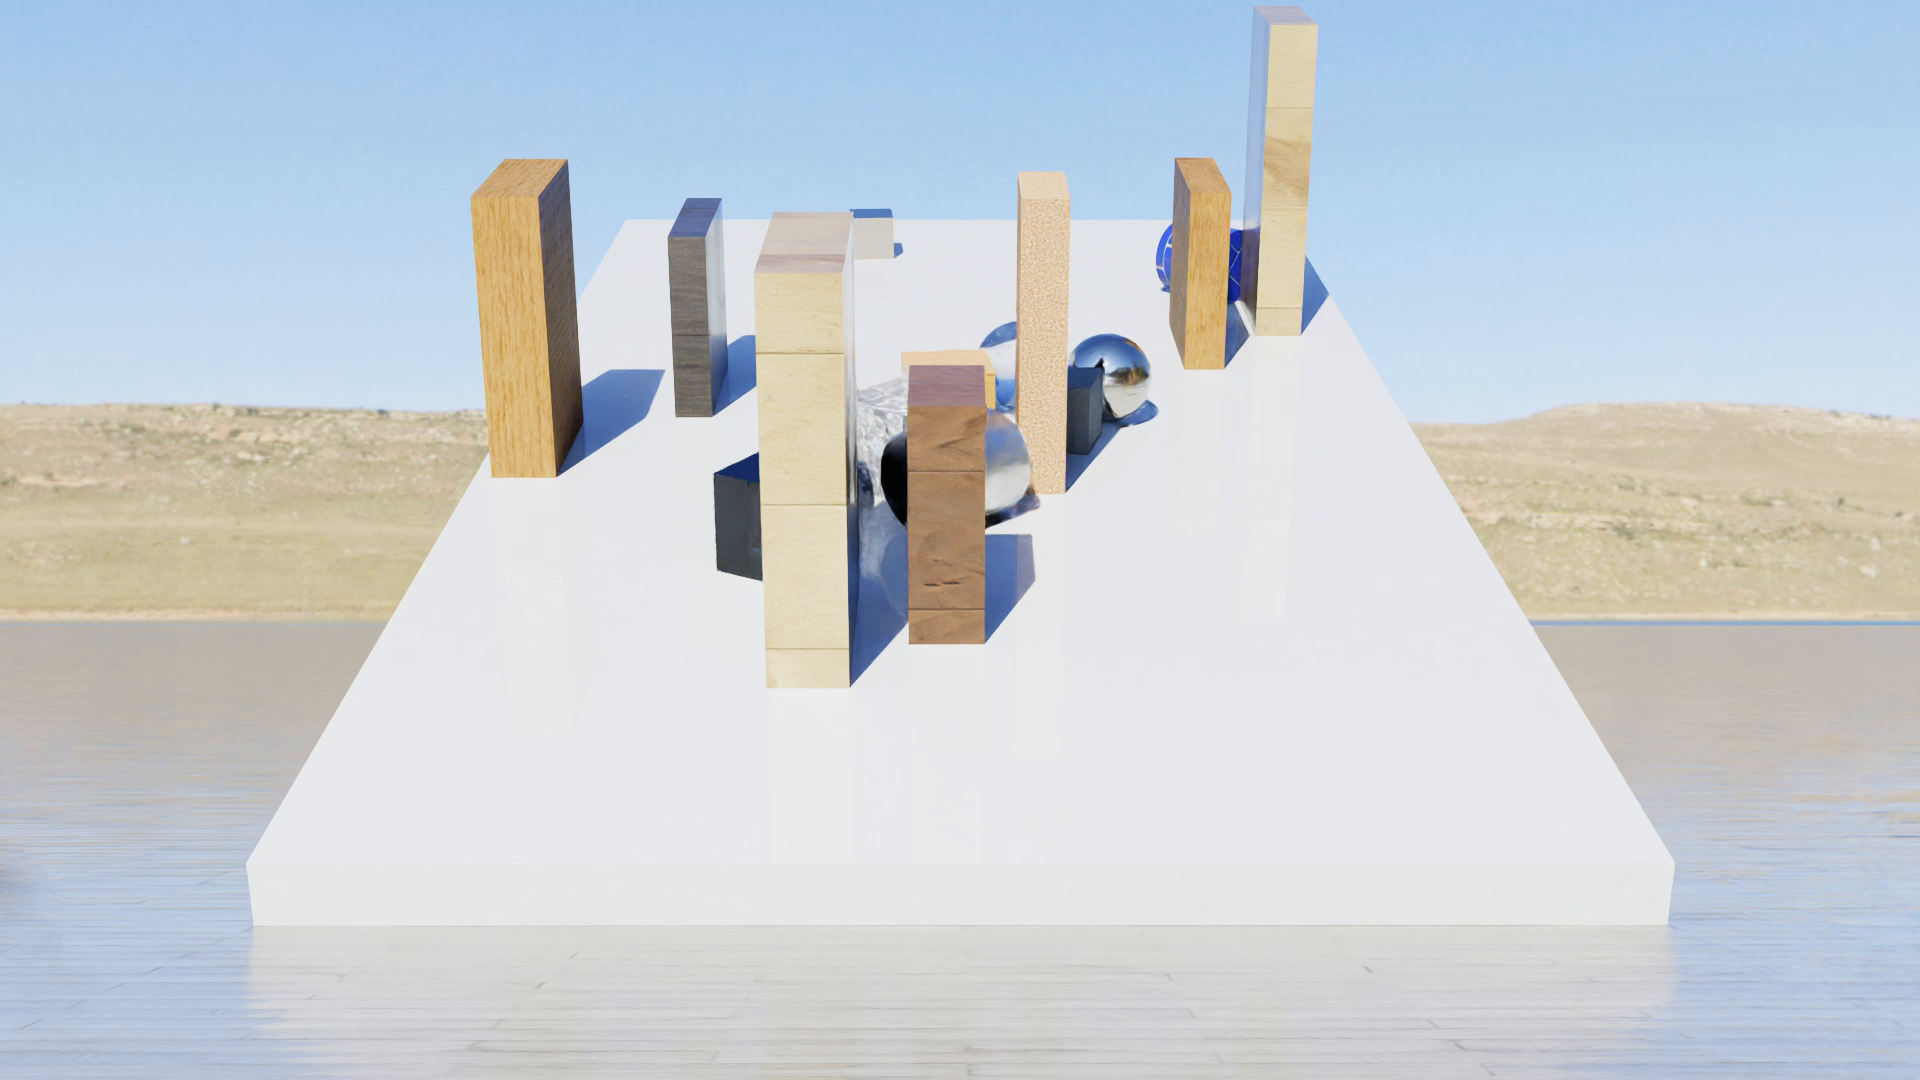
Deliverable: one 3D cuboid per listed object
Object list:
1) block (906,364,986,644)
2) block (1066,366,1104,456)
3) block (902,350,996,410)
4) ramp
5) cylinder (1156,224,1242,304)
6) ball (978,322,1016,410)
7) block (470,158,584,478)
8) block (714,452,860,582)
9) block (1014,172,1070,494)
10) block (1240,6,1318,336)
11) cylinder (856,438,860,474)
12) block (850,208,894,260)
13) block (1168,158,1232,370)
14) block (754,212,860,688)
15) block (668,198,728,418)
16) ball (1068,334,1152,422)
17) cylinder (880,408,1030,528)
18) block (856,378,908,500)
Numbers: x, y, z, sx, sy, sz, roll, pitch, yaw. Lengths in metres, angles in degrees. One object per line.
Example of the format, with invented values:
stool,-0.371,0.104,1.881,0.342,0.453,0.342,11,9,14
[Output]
block,-0.023,-0.063,3.942,0.130,0.428,0.241,0,21,0
block,0.219,-0.282,4.907,0.149,0.149,0.149,5,21,13
block,-0.026,-0.294,4.890,0.182,0.182,0.182,-2,21,-6
ramp,-0.006,-0.214,5.077,2.000,0.100,4.000,0,21,0
cylinder,0.657,-0.743,6.056,0.194,0.194,0.194,2,14,-45
ball,0.133,-0.392,5.124,0.200,0.200,0.200,0,-2,0
block,-0.901,-0.470,4.780,0.134,0.587,0.379,0,21,0
block,-0.319,-0.044,4.221,0.191,0.191,0.191,12,24,28
block,0.165,-0.422,4.633,0.095,0.606,0.260,0,21,0
block,0.798,-0.931,5.742,0.114,0.769,0.342,0,21,0
cylinder,-0.297,-0.132,4.438,0.202,0.202,0.202,0,21,-1
block,-0.252,-0.872,6.493,0.119,0.119,0.119,-2,21,-5
block,0.582,-0.679,5.559,0.095,0.428,0.408,0,21,0
block,-0.249,-0.158,3.811,0.136,0.697,0.424,0,21,0
block,-0.595,-0.535,5.201,0.082,0.410,0.393,0,21,0
ball,0.326,-0.358,5.040,0.197,0.197,0.197,0,-2,0
cylinder,-0.009,-0.135,4.440,0.207,0.207,0.207,-2,14,45
block,-0.118,-0.203,4.645,0.188,0.188,0.188,18,27,39
